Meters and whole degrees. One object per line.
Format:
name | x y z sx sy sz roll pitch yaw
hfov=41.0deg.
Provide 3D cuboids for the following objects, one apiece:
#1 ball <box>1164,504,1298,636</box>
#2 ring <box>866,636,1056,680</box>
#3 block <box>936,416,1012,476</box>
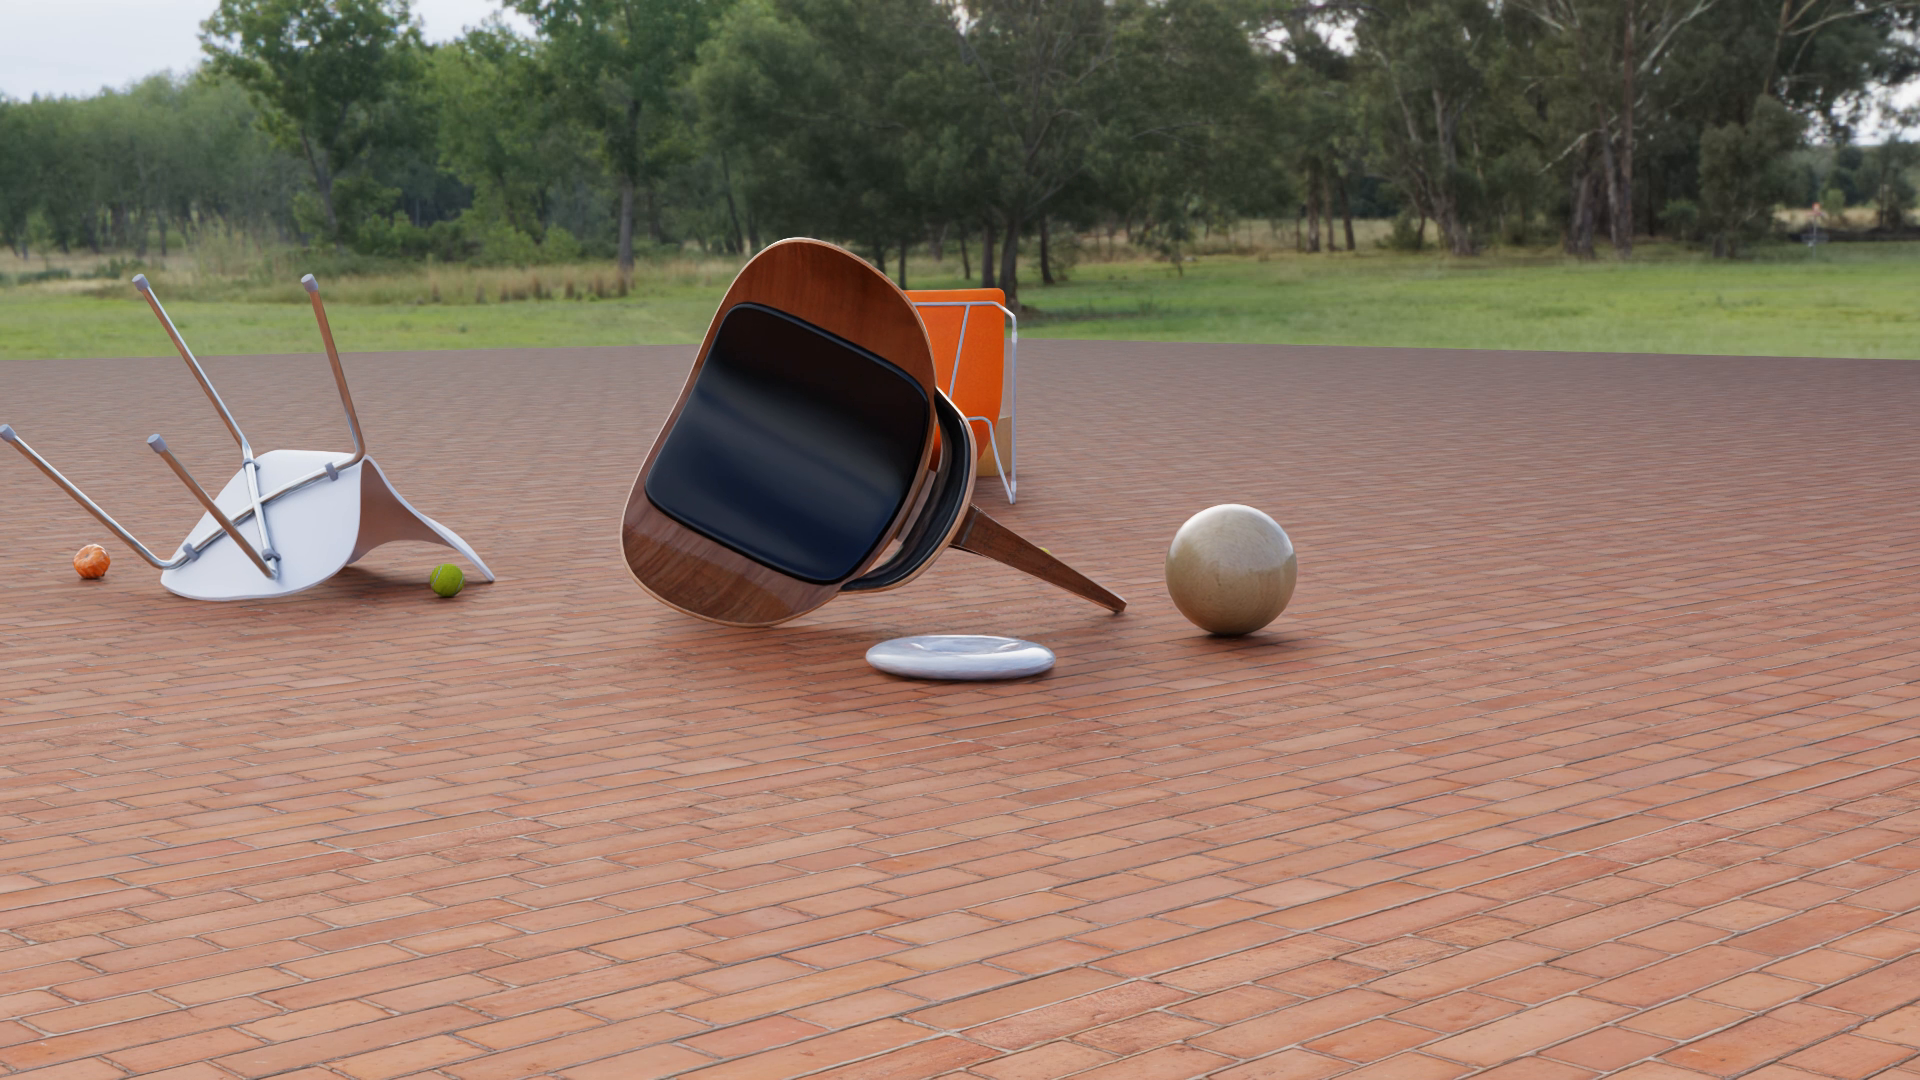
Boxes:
ball | 0.496 0.055 4.699 0.242 0.242 0.242 0 6 0
ring | 0.001 0.196 4.293 0.322 0.045 0.315 5 7 38
block | 0.048 -0.317 8.587 0.204 0.185 0.236 1 6 14
